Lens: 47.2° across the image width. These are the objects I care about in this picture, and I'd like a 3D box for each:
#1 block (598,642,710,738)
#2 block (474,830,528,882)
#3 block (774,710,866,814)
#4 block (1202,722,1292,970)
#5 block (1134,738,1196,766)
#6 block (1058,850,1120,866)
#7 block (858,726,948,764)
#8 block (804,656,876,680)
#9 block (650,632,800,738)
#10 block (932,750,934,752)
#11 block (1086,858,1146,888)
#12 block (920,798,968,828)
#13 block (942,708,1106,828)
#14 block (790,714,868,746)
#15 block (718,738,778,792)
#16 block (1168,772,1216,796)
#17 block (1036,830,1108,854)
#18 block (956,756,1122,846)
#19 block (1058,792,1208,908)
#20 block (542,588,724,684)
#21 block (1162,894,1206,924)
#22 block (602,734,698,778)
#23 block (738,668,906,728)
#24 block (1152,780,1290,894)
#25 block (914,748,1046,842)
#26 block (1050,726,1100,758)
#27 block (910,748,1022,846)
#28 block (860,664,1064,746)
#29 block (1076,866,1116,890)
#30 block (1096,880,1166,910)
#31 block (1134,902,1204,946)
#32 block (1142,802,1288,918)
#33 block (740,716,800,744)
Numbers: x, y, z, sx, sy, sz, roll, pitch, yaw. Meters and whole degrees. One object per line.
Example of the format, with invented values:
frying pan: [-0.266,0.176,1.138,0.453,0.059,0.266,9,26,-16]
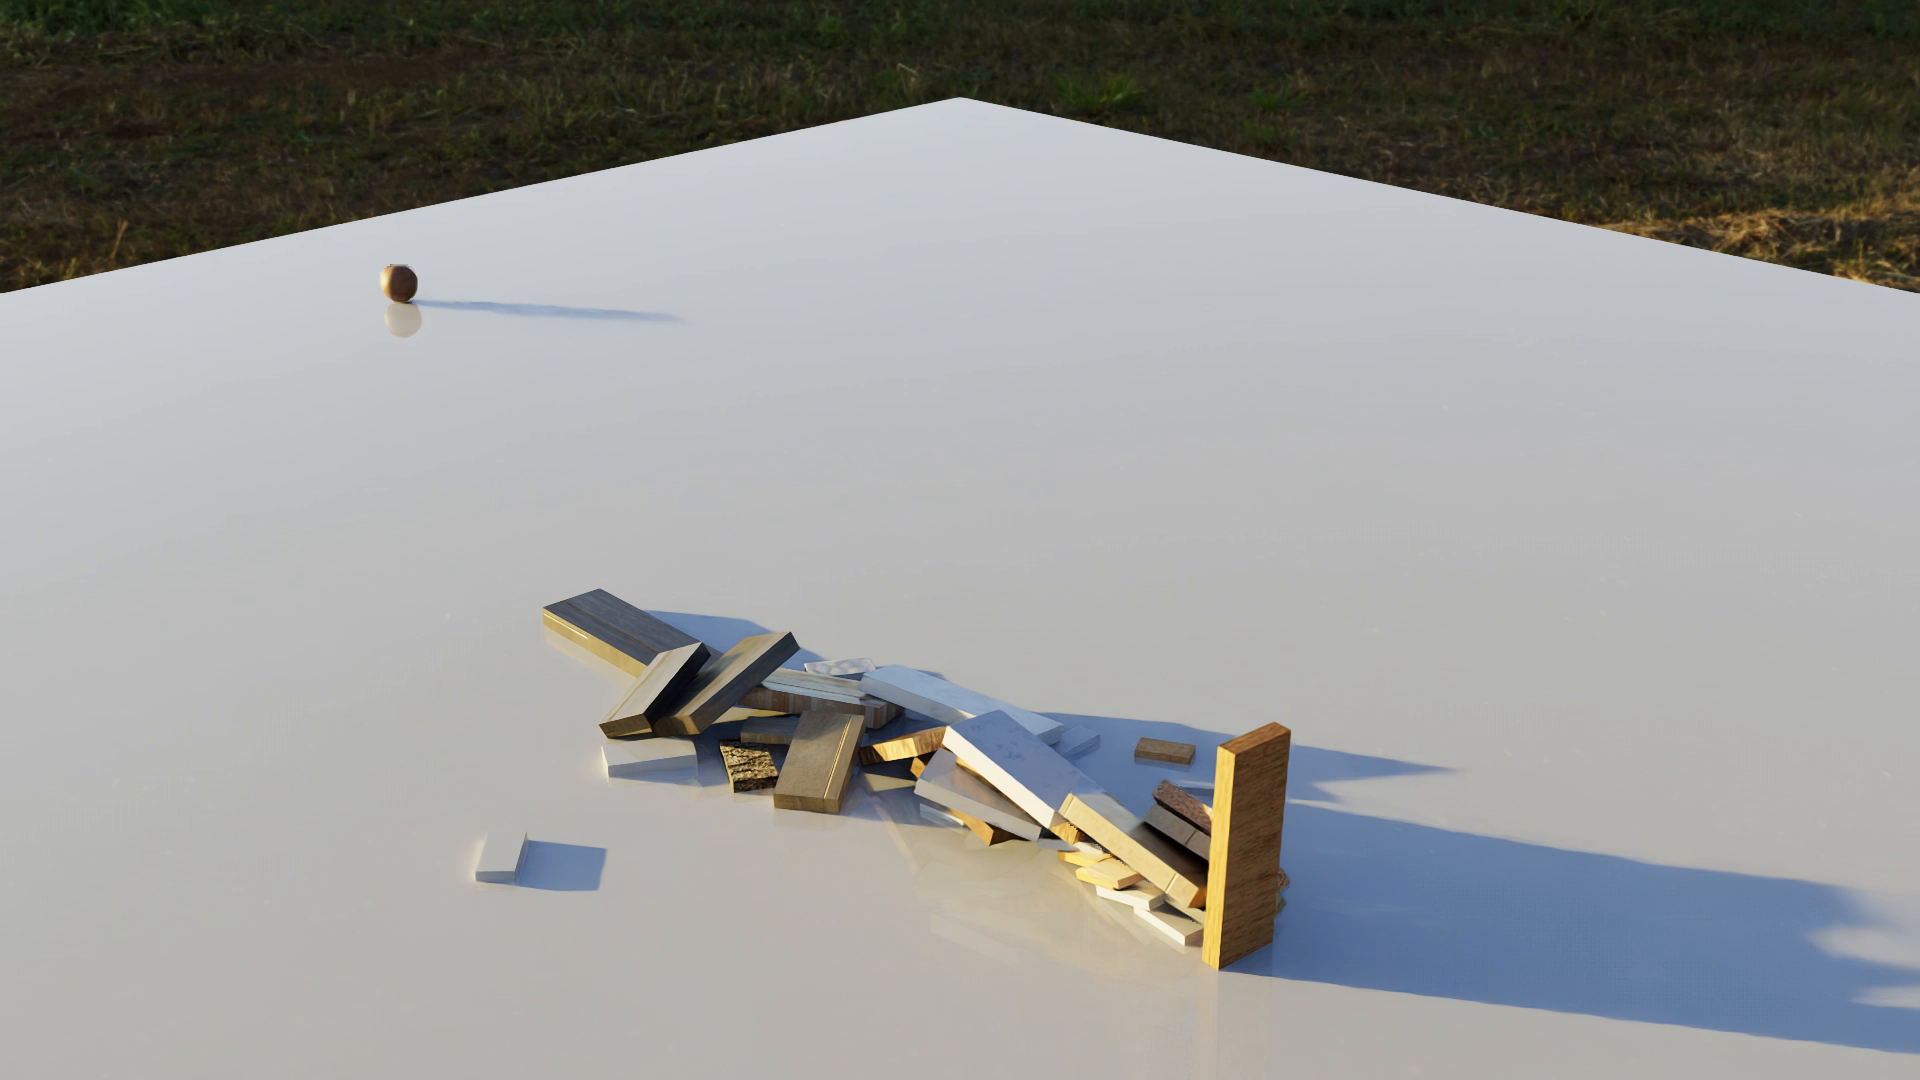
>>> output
block: [-0.666,0.327,4.808,0.134,0.038,0.268,-16,24,34]
block: [-0.893,0.614,4.285,0.076,0.022,0.153,-1,23,-2]
block: [-0.289,0.458,4.562,0.134,0.038,0.268,4,35,9]
block: [0.508,0.546,3.907,0.142,0.443,0.040,-18,30,-36]
block: [0.437,0.449,4.681,0.120,0.017,0.060,7,24,16]
block: [0.250,0.611,4.258,0.060,0.017,0.120,-15,12,-35]
block: [-0.097,0.423,4.560,0.131,0.037,0.261,-14,-2,-30]
block: [-0.273,0.300,5.025,0.153,0.022,0.076,-5,24,-12]
block: [-0.515,0.313,4.791,0.166,0.047,0.331,-10,24,47]
block: [-0.019,0.463,4.650,0.057,0.016,0.113,-14,27,-30]
block: [0.293,0.627,4.140,0.060,0.017,0.120,-16,11,-24]
block: [-0.020,0.546,4.453,0.113,0.016,0.057,18,29,36]
block: [0.125,0.446,4.316,0.152,0.043,0.303,-13,39,-44]
block: [-0.302,0.423,4.730,0.188,0.027,0.094,15,27,31]
block: [-0.445,0.469,4.622,0.094,0.027,0.188,-6,24,-14]
block: [0.491,0.506,4.546,0.120,0.017,0.060,4,23,9]
block: [0.231,0.586,4.300,0.149,0.021,0.075,0,13,34]
block: [0.156,0.483,4.357,0.303,0.043,0.152,32,31,29]
block: [0.346,0.581,4.134,0.315,0.043,0.152,34,11,29]
block: [-0.754,0.239,5.138,0.166,0.047,0.546,-20,30,-39]
block: [0.449,0.688,4.059,0.140,0.020,0.070,26,7,40]
block: [-0.657,0.455,4.653,0.188,0.027,0.094,-7,24,-15]
block: [-0.302,0.345,4.848,0.331,0.047,0.166,8,13,19]
block: [0.500,0.572,4.234,0.040,0.142,0.284,-46,39,-12]
block: [0.054,0.503,4.351,0.261,0.037,0.130,21,27,10]
block: [0.224,0.440,4.702,0.060,0.017,0.161,20,30,39]
block: [0.032,0.509,4.411,0.131,0.037,0.261,-9,36,-40]
block: [0.001,0.361,4.750,0.437,0.038,0.134,18,17,29]
block: [0.280,0.638,4.190,0.060,0.017,0.120,-17,12,-30]
block: [0.330,0.661,4.138,0.070,0.020,0.139,-19,17,-37]
block: [0.396,0.702,4.082,0.070,0.020,0.139,-16,28,-33]
block: [0.479,0.606,4.158,0.040,0.142,0.284,-49,41,-11]
block: [-0.344,0.410,4.699,0.236,0.022,0.076,3,23,7]
